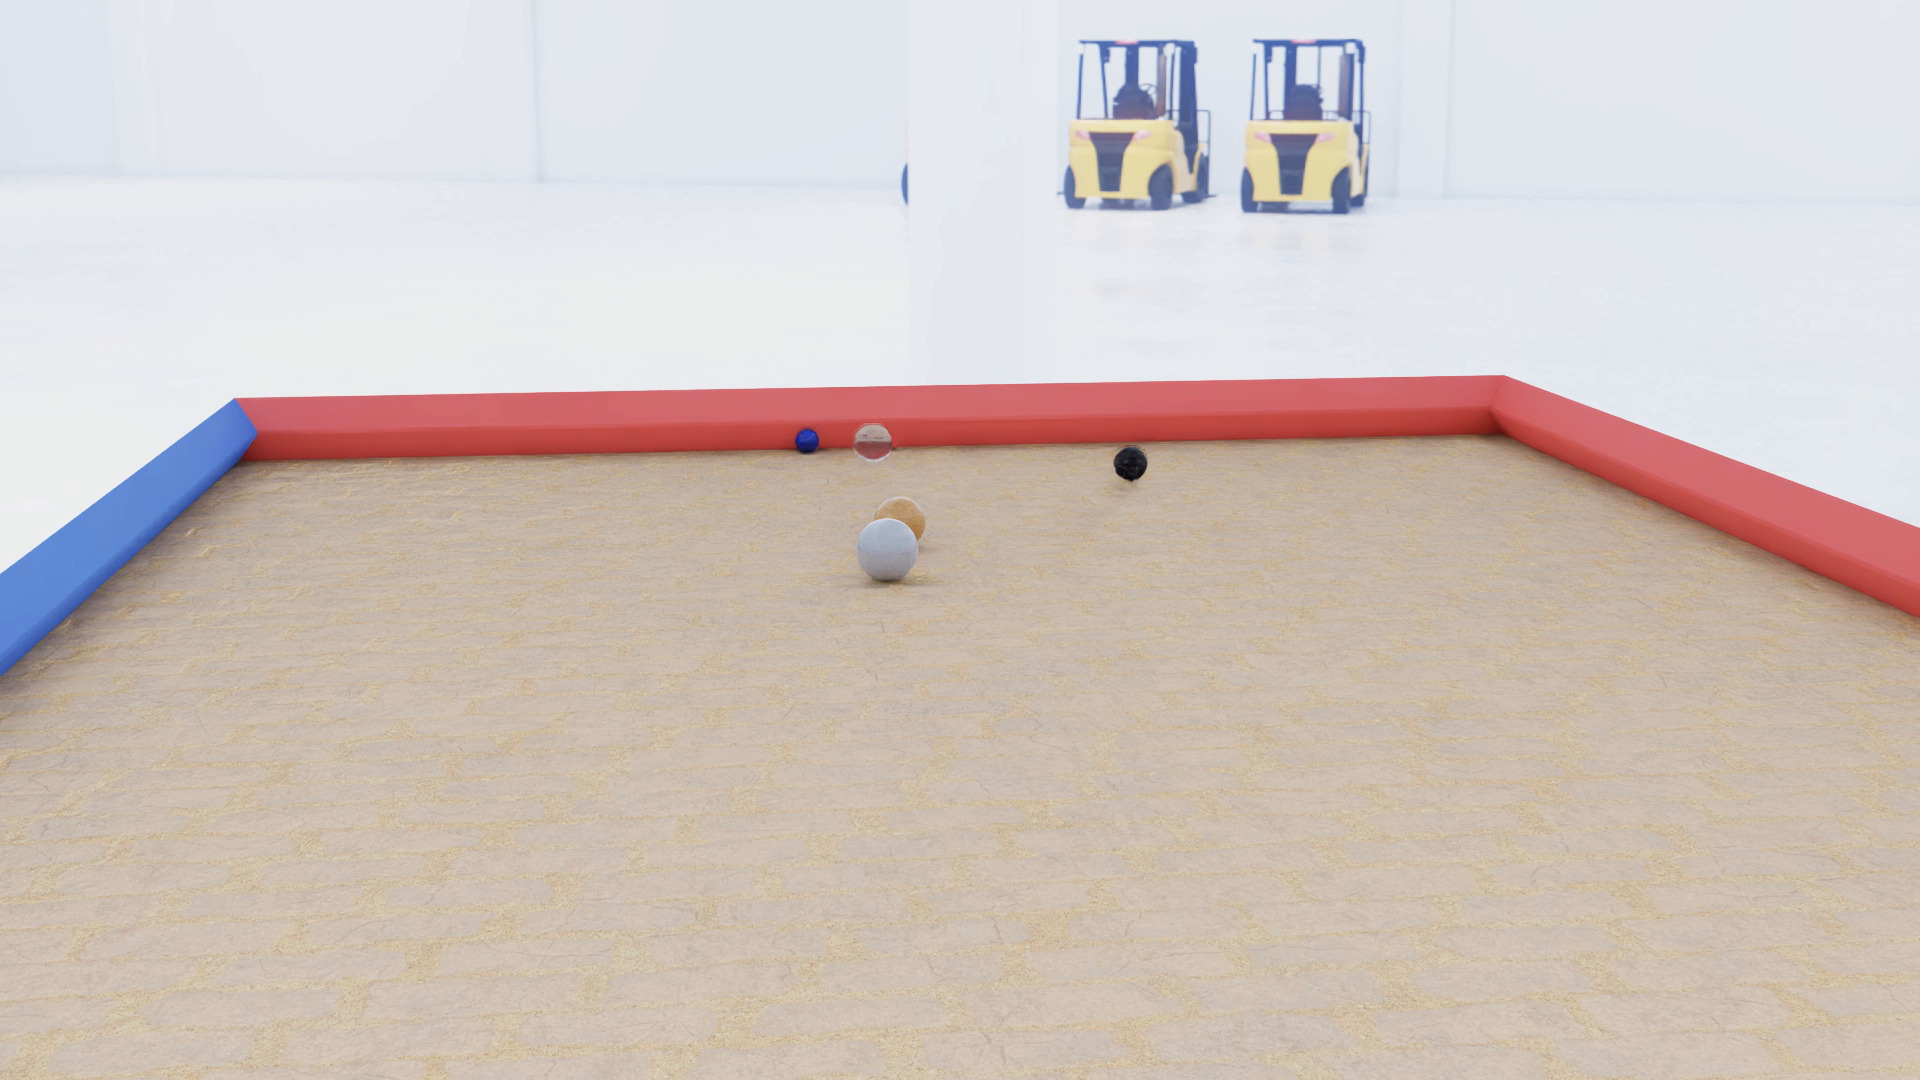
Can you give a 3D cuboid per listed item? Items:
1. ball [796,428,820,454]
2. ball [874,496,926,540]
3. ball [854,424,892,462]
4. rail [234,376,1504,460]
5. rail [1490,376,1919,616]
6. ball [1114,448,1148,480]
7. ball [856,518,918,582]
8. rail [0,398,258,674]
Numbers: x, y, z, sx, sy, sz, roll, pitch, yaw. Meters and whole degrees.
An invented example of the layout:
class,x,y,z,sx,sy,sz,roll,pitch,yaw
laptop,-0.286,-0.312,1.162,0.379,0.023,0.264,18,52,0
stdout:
class,x,y,z,sx,sy,sz,roll,pitch,yaw
ball,-0.278,-0.180,4.008,0.044,0.044,0.044,0,12,0
ball,-0.088,-0.026,3.209,0.076,0.076,0.076,0,12,0
ball,-0.155,-0.172,3.914,0.067,0.067,0.067,0,12,0
rail,-0.123,-0.224,4.045,2.352,0.112,0.045,-2,12,-7
rail,1.269,0.151,2.292,0.045,0.112,3.957,-2,12,-7
ball,0.290,-0.130,3.741,0.057,0.057,0.057,0,12,0
ball,-0.100,0.013,3.002,0.086,0.086,0.086,0,12,0
rail,-1.018,0.213,2.006,0.045,0.112,3.957,-2,12,-7
